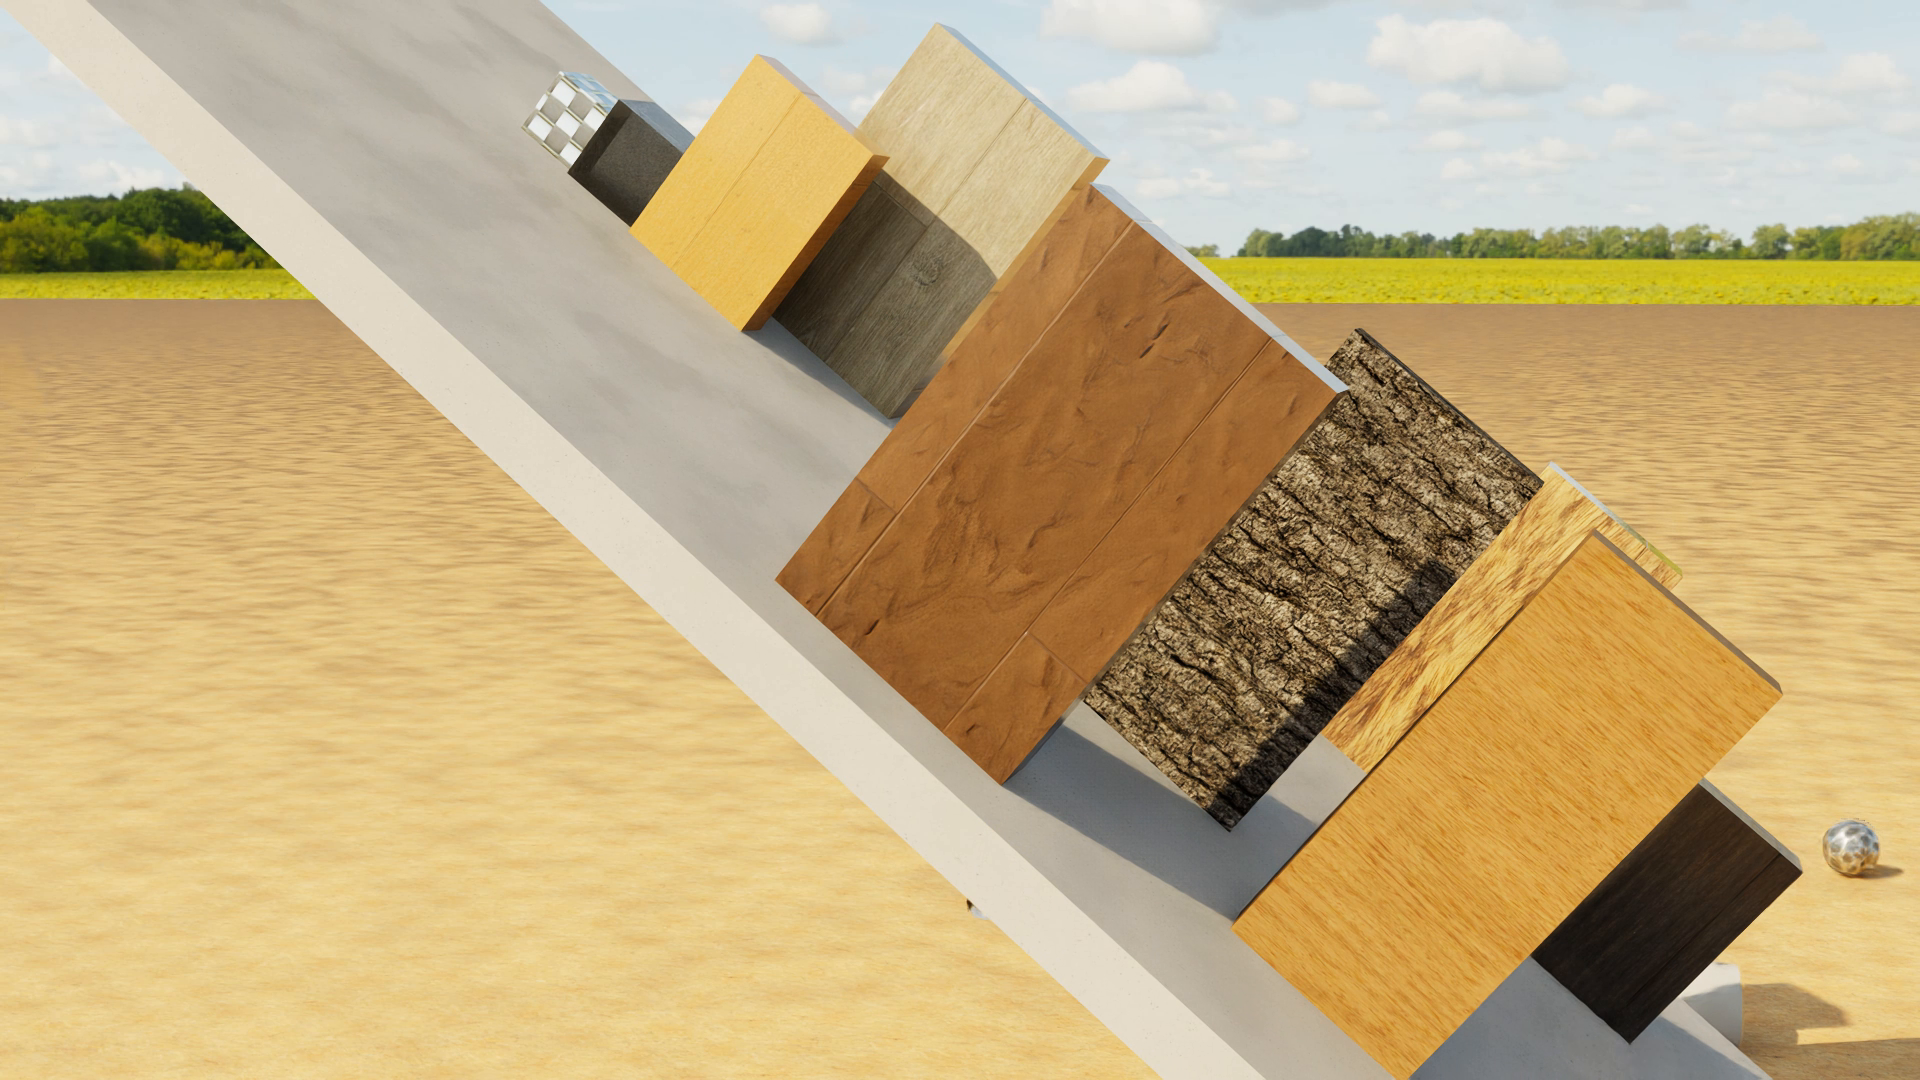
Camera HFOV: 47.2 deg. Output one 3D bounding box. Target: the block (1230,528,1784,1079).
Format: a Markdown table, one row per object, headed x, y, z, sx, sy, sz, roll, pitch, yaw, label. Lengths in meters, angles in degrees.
| x | y | z | sx | sy | sz | roll | pitch | yaw | label |
| --- | --- | --- | --- | --- | --- | --- | --- | --- | --- |
| 0.785 | 0.394 | 3.214 | 0.337 | 0.793 | 0.099 | 42 | 16 | 9 | block |

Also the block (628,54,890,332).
| x | y | z | sx | sy | sz | roll | pitch | yaw | label |
| --- | --- | --- | --- | --- | --- | --- | --- | --- | --- |
| -0.380 | -0.651 | 4.144 | 0.295 | 0.419 | 0.097 | 42 | 16 | 9 | block |

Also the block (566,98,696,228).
| x | y | z | sx | sy | sz | roll | pitch | yaw | label |
| --- | --- | --- | --- | --- | --- | --- | --- | --- | --- |
| -0.613 | -0.728 | 4.277 | 0.178 | 0.178 | 0.178 | 41 | 16 | 5 | block |

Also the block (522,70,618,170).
| x | y | z | sx | sy | sz | roll | pitch | yaw | label |
| --- | --- | --- | --- | --- | --- | --- | --- | --- | --- |
| -0.741 | -0.817 | 4.306 | 0.138 | 0.138 | 0.138 | 41 | 16 | 5 | block |

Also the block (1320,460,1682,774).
| x | y | z | sx | sy | sz | roll | pitch | yaw | label |
| --- | --- | --- | --- | --- | --- | --- | --- | --- | --- |
| 1.090 | 0.223 | 4.481 | 0.337 | 0.715 | 0.126 | 42 | 16 | 9 | block |

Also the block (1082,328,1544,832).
| x | y | z | sx | sy | sz | roll | pitch | yaw | label |
| --- | --- | --- | --- | --- | --- | --- | --- | --- | --- |
| 0.551 | 0.071 | 3.618 | 0.384 | 0.766 | 0.080 | 42 | 16 | 9 | block |

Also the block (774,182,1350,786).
| x | y | z | sx | sy | sz | roll | pitch | yaw | label |
| --- | --- | --- | --- | --- | --- | --- | --- | --- | --- |
| 0.137 | -0.077 | 3.155 | 0.449 | 0.740 | 0.132 | 42 | 16 | 9 | block |

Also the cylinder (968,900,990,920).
| x | y | z | sx | sy | sz | roll | pitch | yaw | label |
| --- | --- | --- | --- | --- | --- | --- | --- | --- | --- |
| 0.084 | 1.030 | 6.364 | 0.112 | 0.112 | 0.112 | 1 | 7 | 9 | cylinder |

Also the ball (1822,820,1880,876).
| x | y | z | sx | sy | sz | roll | pitch | yaw | label |
| --- | --- | --- | --- | --- | --- | --- | --- | --- | --- |
| 2.748 | 0.950 | 6.781 | 0.170 | 0.170 | 0.170 | 0 | 7 | 0 | ball |

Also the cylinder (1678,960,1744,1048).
| x | y | z | sx | sy | sz | roll | pitch | yaw | label |
| --- | --- | --- | --- | --- | --- | --- | --- | --- | --- |
| 1.749 | 1.113 | 5.269 | 0.207 | 0.207 | 0.207 | -1 | 7 | 10 | cylinder |

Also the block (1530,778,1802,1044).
| x | y | z | sx | sy | sz | roll | pitch | yaw | label |
| --- | --- | --- | --- | --- | --- | --- | --- | --- | --- |
| 1.326 | 0.685 | 4.206 | 0.295 | 0.465 | 0.106 | 42 | 16 | 9 | block |

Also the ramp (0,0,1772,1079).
| x | y | z | sx | sy | sz | roll | pitch | yaw | label |
| --- | --- | --- | --- | --- | --- | --- | --- | --- | --- |
| 0.001 | 0.047 | 4.040 | 4.000 | 0.100 | 2.000 | 42 | 16 | 9 | ramp |

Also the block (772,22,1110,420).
| x | y | z | sx | sy | sz | roll | pitch | yaw | label |
| --- | --- | --- | --- | --- | --- | --- | --- | --- | --- |
| -0.074 | -0.619 | 4.311 | 0.406 | 0.650 | 0.126 | 42 | 16 | 9 | block |
